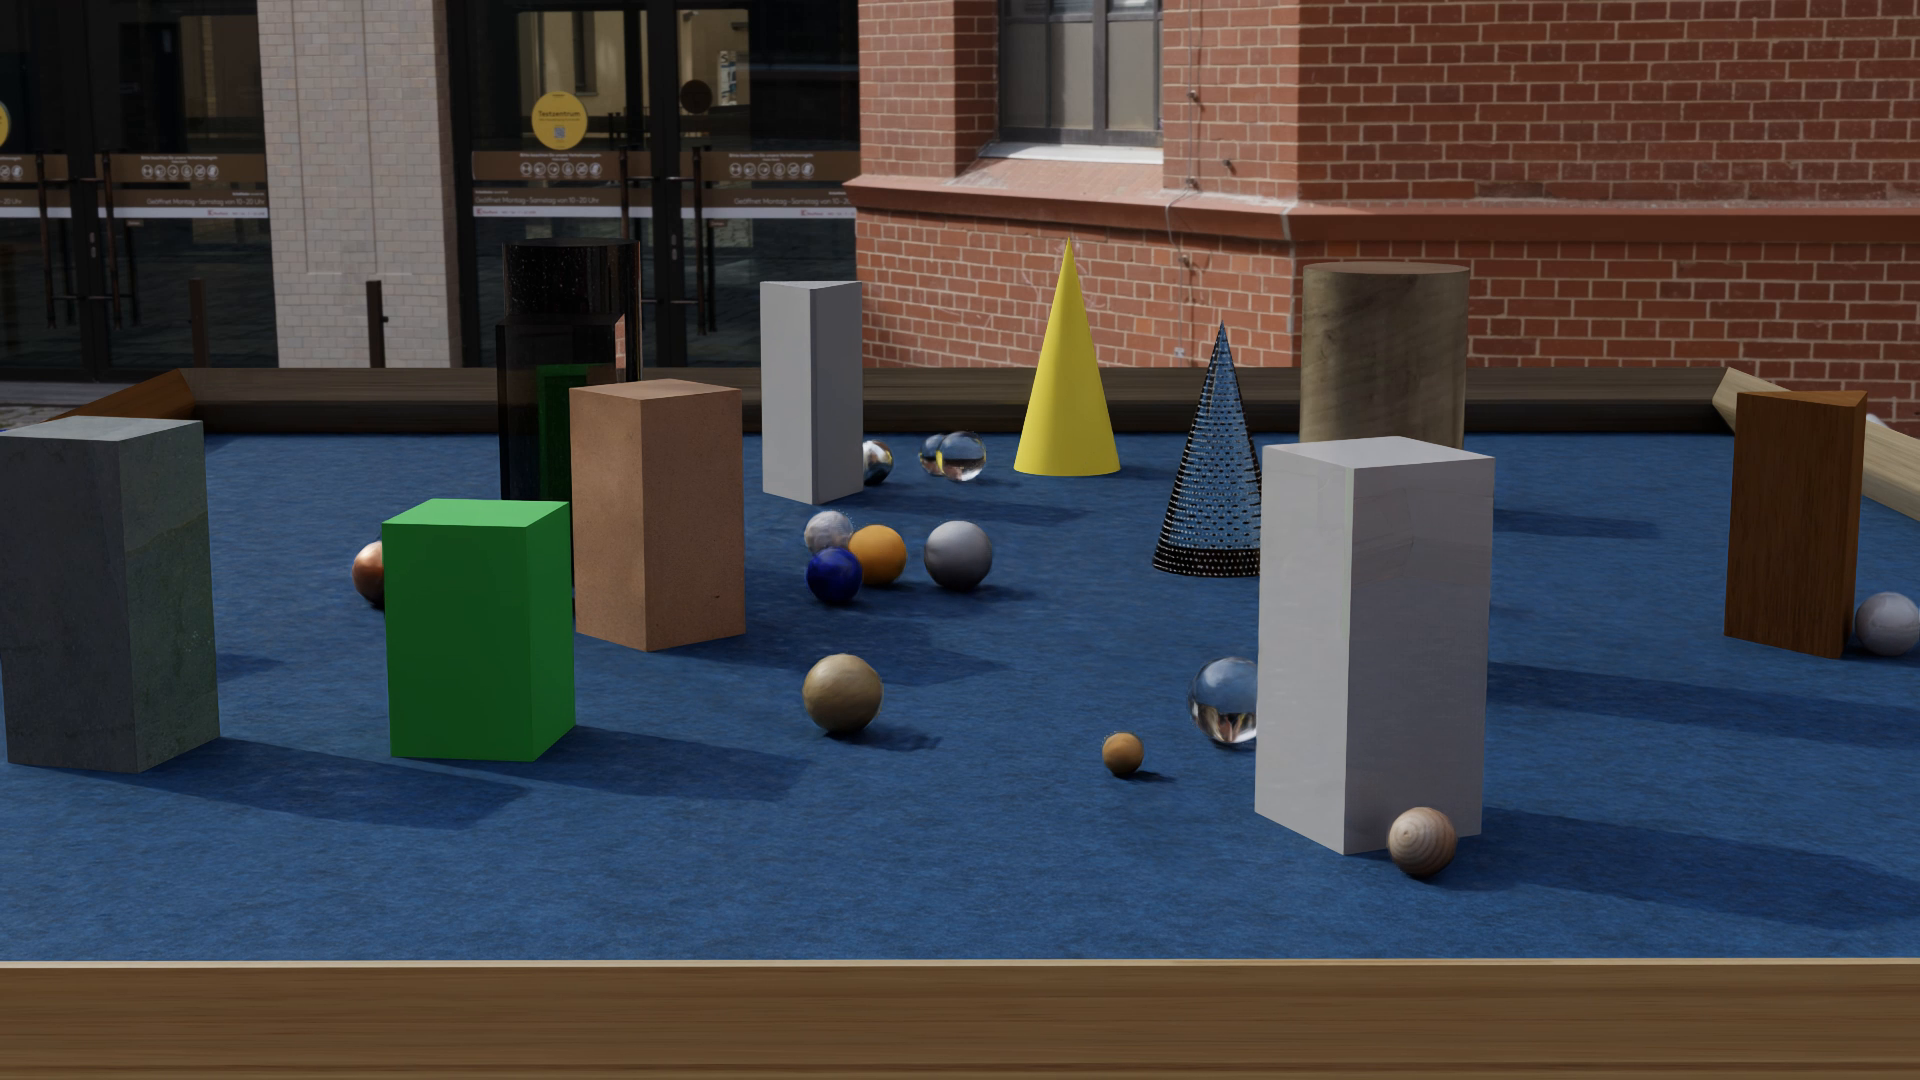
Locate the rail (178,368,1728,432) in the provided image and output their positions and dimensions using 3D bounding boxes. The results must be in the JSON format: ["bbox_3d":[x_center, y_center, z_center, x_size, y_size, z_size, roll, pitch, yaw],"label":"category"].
[{"bbox_3d":[-0.010,-0.278,5.127,3.109,0.127,0.045,0,11,0],"label":"rail"}]

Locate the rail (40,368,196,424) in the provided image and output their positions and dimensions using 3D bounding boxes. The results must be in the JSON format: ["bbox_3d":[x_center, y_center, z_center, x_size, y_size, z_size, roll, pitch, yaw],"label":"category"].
[{"bbox_3d":[-1.531,0.034,3.440,0.045,0.127,3.461,0,11,0],"label":"rail"}]

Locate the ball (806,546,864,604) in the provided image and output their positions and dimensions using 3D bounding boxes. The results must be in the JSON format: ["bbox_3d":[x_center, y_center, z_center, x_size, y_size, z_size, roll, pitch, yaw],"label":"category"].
[{"bbox_3d":[-0.171,0.048,3.507,0.077,0.077,0.077,0,11,0],"label":"ball"}]

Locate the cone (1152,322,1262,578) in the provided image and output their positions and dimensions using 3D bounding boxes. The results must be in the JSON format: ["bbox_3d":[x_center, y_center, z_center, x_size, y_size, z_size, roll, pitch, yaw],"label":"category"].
[{"bbox_3d":[0.380,-0.142,3.751,0.196,0.363,0.196,0,11,0],"label":"cone"}]

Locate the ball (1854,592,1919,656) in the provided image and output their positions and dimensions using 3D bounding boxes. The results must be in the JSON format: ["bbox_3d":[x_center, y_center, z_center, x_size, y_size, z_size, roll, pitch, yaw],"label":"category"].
[{"bbox_3d":[1.158,0.104,3.199,0.080,0.080,0.080,0,11,0],"label":"ball"}]

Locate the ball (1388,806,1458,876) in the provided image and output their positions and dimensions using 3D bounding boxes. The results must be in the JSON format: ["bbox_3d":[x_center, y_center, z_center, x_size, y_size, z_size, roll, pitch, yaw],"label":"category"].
[{"bbox_3d":[0.421,0.274,2.333,0.062,0.062,0.062,0,11,0],"label":"ball"}]

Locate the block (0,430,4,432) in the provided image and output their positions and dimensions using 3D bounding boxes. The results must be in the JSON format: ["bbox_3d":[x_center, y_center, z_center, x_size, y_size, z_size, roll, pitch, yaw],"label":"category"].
[{"bbox_3d":[-1.210,0.002,3.259,0.157,0.258,0.157,6,12,28],"label":"block"}]

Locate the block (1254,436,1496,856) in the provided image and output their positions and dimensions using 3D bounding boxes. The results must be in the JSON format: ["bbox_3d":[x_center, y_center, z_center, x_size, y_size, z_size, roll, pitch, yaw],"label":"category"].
[{"bbox_3d":[0.395,0.096,2.463,0.157,0.365,0.157,-5,12,-25],"label":"block"}]

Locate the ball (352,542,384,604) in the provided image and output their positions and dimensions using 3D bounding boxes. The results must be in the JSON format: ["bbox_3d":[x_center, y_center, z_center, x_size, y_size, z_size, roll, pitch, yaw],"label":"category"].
[{"bbox_3d":[-0.785,0.045,3.499,0.087,0.087,0.087,0,11,0],"label":"ball"}]

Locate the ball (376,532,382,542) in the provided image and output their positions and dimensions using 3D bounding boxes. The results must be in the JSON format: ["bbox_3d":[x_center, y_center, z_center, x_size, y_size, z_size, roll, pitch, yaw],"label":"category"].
[{"bbox_3d":[-0.833,0.006,3.788,0.058,0.058,0.058,0,11,0],"label":"ball"}]

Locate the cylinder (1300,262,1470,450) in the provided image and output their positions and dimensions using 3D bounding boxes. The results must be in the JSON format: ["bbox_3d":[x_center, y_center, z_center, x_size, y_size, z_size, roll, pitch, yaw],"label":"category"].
[{"bbox_3d":[0.506,-0.084,3.093,0.196,0.488,0.196,0,11,0],"label":"cylinder"}]

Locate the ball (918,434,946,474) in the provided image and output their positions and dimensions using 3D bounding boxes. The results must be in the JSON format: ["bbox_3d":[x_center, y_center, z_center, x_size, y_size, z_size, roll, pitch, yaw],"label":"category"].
[{"bbox_3d":[-0.037,-0.154,4.608,0.074,0.074,0.074,0,11,0],"label":"ball"}]

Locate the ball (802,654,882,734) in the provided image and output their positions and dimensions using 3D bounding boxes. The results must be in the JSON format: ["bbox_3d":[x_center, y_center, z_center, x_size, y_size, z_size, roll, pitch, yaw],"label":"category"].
[{"bbox_3d":[-0.130,0.169,2.827,0.088,0.088,0.088,0,11,0],"label":"ball"}]

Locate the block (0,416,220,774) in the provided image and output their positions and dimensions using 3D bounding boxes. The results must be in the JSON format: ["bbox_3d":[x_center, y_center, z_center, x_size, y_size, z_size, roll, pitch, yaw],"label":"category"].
[{"bbox_3d":[-0.909,0.054,2.732,0.157,0.349,0.157,3,11,16],"label":"block"}]

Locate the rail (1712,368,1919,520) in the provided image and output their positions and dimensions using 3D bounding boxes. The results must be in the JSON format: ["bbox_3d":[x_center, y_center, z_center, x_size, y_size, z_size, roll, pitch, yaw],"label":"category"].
[{"bbox_3d":[1.531,0.031,3.458,0.045,0.127,3.461,0,11,0],"label":"rail"}]

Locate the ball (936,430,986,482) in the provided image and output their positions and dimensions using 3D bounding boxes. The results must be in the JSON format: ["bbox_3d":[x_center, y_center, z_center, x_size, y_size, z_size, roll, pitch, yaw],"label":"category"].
[{"bbox_3d":[0.001,-0.148,4.535,0.089,0.089,0.089,0,11,0],"label":"ball"}]

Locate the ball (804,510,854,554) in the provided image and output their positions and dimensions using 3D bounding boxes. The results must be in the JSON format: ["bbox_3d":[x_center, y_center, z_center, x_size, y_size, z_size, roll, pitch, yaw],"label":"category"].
[{"bbox_3d":[-0.194,-0.006,3.810,0.075,0.075,0.075,0,11,0],"label":"ball"}]

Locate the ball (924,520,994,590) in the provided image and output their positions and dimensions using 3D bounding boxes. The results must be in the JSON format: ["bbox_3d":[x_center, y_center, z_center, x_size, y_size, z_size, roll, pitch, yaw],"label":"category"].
[{"bbox_3d":[-0.002,0.021,3.598,0.098,0.098,0.098,0,11,0],"label":"ball"}]

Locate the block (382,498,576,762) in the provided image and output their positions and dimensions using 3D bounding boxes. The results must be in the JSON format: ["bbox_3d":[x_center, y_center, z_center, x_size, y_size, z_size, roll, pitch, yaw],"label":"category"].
[{"bbox_3d":[-0.518,0.094,2.778,0.157,0.253,0.157,1,11,8],"label":"block"}]

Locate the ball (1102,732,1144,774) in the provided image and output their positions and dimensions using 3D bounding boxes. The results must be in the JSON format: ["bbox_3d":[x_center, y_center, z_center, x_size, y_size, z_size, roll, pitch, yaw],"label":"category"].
[{"bbox_3d":[0.169,0.222,2.664,0.044,0.044,0.044,0,11,0],"label":"ball"}]

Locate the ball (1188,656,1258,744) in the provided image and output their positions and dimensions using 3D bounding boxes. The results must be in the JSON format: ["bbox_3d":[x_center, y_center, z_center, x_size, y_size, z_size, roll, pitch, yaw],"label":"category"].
[{"bbox_3d":[0.295,0.173,2.785,0.095,0.095,0.095,0,11,0],"label":"ball"}]

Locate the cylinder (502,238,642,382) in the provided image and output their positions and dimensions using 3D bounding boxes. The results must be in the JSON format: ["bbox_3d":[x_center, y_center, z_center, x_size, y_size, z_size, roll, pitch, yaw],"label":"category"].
[{"bbox_3d":[-0.560,-0.196,3.737,0.196,0.474,0.196,0,11,0],"label":"cylinder"}]

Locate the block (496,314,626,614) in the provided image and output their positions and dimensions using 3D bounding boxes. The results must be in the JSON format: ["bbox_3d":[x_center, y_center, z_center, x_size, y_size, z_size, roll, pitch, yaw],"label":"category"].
[{"bbox_3d":[-0.537,-0.107,3.491,0.157,0.388,0.157,-1,11,-3],"label":"block"}]

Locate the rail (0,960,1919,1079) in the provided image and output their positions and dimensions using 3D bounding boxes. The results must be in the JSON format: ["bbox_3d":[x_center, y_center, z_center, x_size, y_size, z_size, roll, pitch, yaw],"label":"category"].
[{"bbox_3d":[0.010,0.344,1.771,3.109,0.127,0.045,0,11,0],"label":"rail"}]

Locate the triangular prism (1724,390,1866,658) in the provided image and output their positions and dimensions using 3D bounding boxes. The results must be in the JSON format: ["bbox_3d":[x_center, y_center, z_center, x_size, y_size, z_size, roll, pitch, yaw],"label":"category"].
[{"bbox_3d":[1.097,-0.028,3.265,0.147,0.316,0.170,-7,13,-35],"label":"triangular prism"}]

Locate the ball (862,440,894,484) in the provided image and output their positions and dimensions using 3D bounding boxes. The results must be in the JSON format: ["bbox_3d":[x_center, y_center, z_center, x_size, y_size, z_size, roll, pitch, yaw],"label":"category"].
[{"bbox_3d":[-0.154,-0.137,4.509,0.076,0.076,0.076,0,11,0],"label":"ball"}]

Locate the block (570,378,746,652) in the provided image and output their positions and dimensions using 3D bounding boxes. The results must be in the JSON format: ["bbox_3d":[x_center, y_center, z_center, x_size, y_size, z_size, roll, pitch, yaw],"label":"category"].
[{"bbox_3d":[-0.389,-0.036,3.301,0.157,0.319,0.157,-9,14,-41],"label":"block"}]

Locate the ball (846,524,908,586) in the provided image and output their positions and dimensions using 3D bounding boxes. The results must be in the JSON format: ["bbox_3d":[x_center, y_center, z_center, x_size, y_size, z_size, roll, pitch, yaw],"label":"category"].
[{"bbox_3d":[-0.118,0.022,3.625,0.087,0.087,0.087,0,11,0],"label":"ball"}]

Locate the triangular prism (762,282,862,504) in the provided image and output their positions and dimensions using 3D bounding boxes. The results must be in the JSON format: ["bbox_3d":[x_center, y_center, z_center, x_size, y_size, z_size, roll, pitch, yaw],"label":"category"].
[{"bbox_3d":[-0.230,-0.257,4.373,0.147,0.361,0.170,-7,13,-34],"label":"triangular prism"}]

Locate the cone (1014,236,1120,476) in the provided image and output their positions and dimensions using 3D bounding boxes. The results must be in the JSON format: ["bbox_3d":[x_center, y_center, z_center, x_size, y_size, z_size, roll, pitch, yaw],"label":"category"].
[{"bbox_3d":[0.196,-0.340,4.654,0.196,0.423,0.196,0,11,0],"label":"cone"}]
